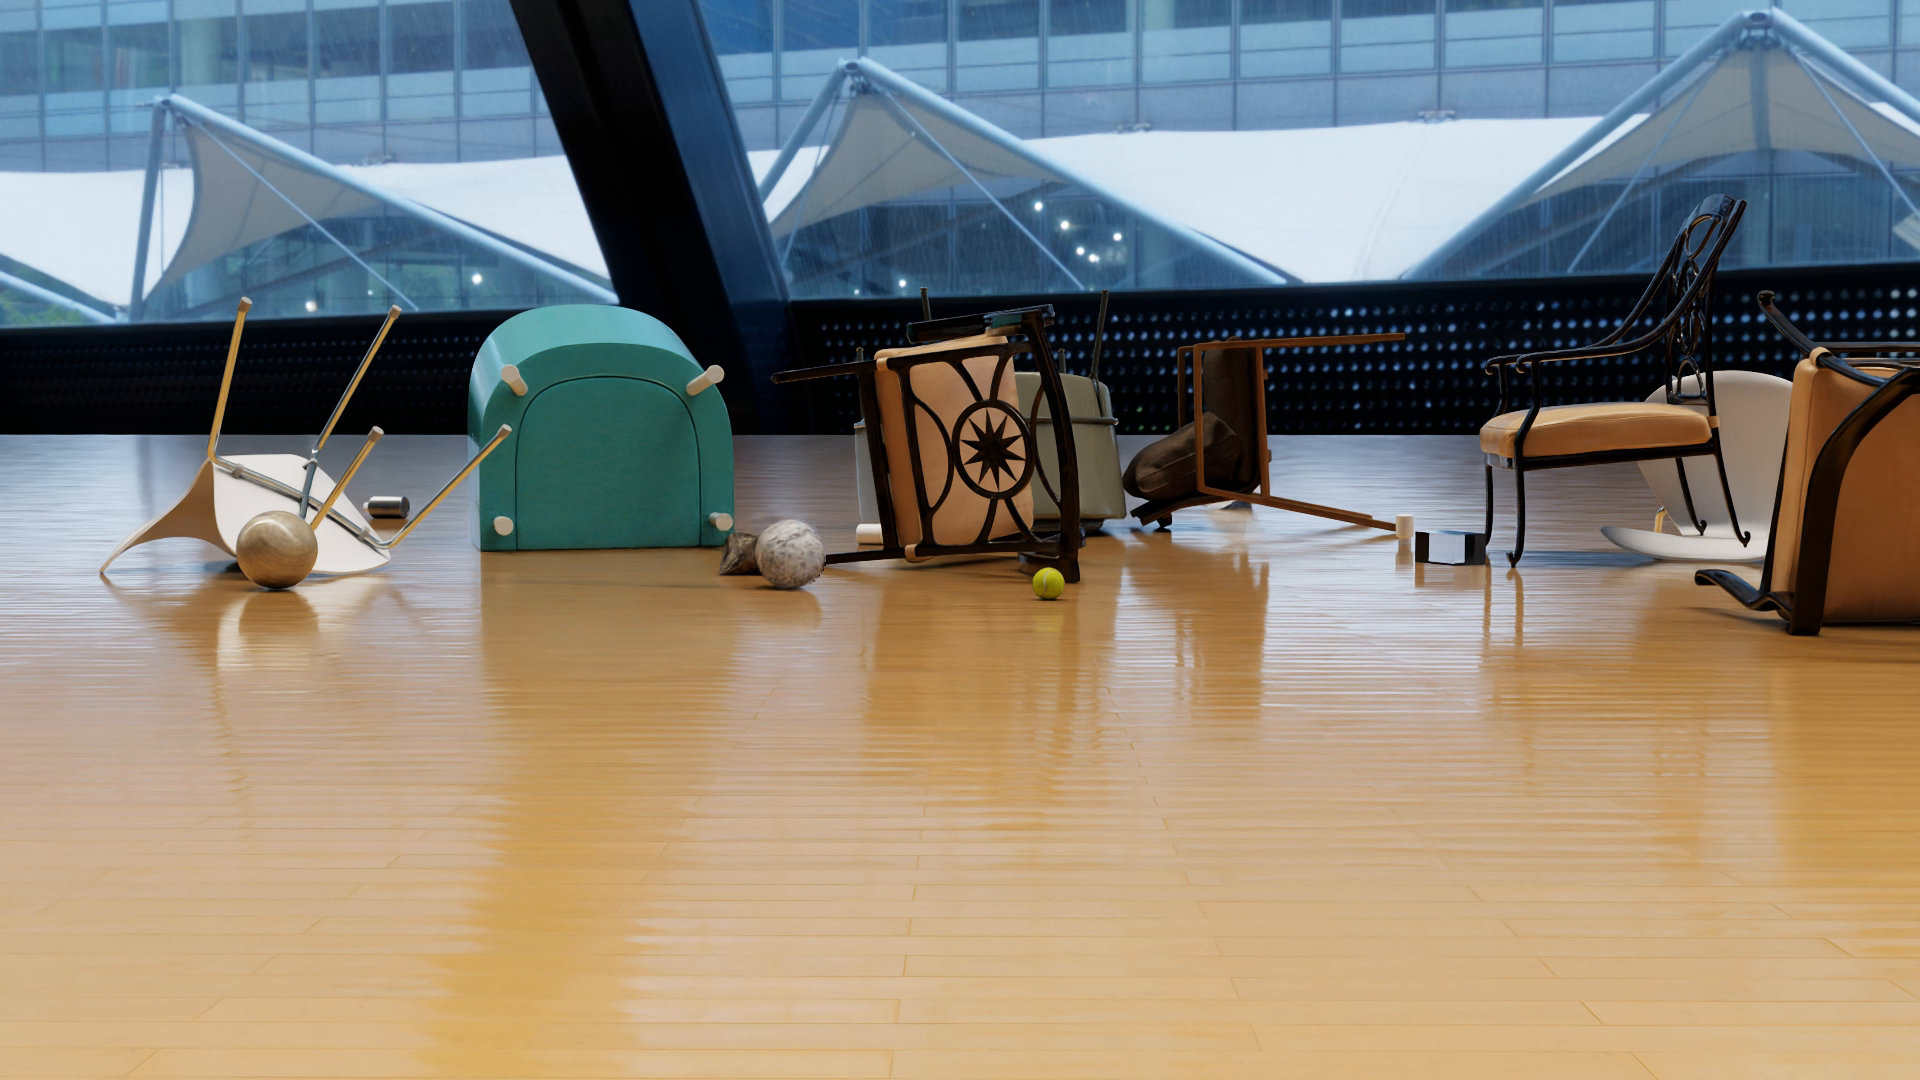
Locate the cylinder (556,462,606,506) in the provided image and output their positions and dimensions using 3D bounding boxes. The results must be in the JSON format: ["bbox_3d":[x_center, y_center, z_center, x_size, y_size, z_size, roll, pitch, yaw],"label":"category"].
[{"bbox_3d":[-1.464,-0.219,8.505,0.156,0.172,0.162,0,42,2],"label":"cylinder"}]

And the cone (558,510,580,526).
[{"bbox_3d":[-1.276,-0.061,7.244,0.084,0.056,0.058,7,-20,18],"label":"cone"}]

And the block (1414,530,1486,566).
[{"bbox_3d":[1.264,0.020,5.671,0.102,0.080,0.156,-2,4,-27],"label":"block"}]

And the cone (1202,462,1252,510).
[{"bbox_3d":[1.052,-0.163,8.286,0.152,0.213,0.247,38,-10,-27],"label":"cone"}]

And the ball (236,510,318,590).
[{"bbox_3d":[-1.533,0.022,4.935,0.177,0.177,0.177,0,4,0],"label":"ball"}]

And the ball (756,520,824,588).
[{"bbox_3d":[-0.384,0.031,4.961,0.155,0.155,0.155,0,4,0],"label":"ball"}]

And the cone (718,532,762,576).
[{"bbox_3d":[-0.544,0.058,5.320,0.111,0.115,0.208,-37,28,-33],"label":"cone"}]
